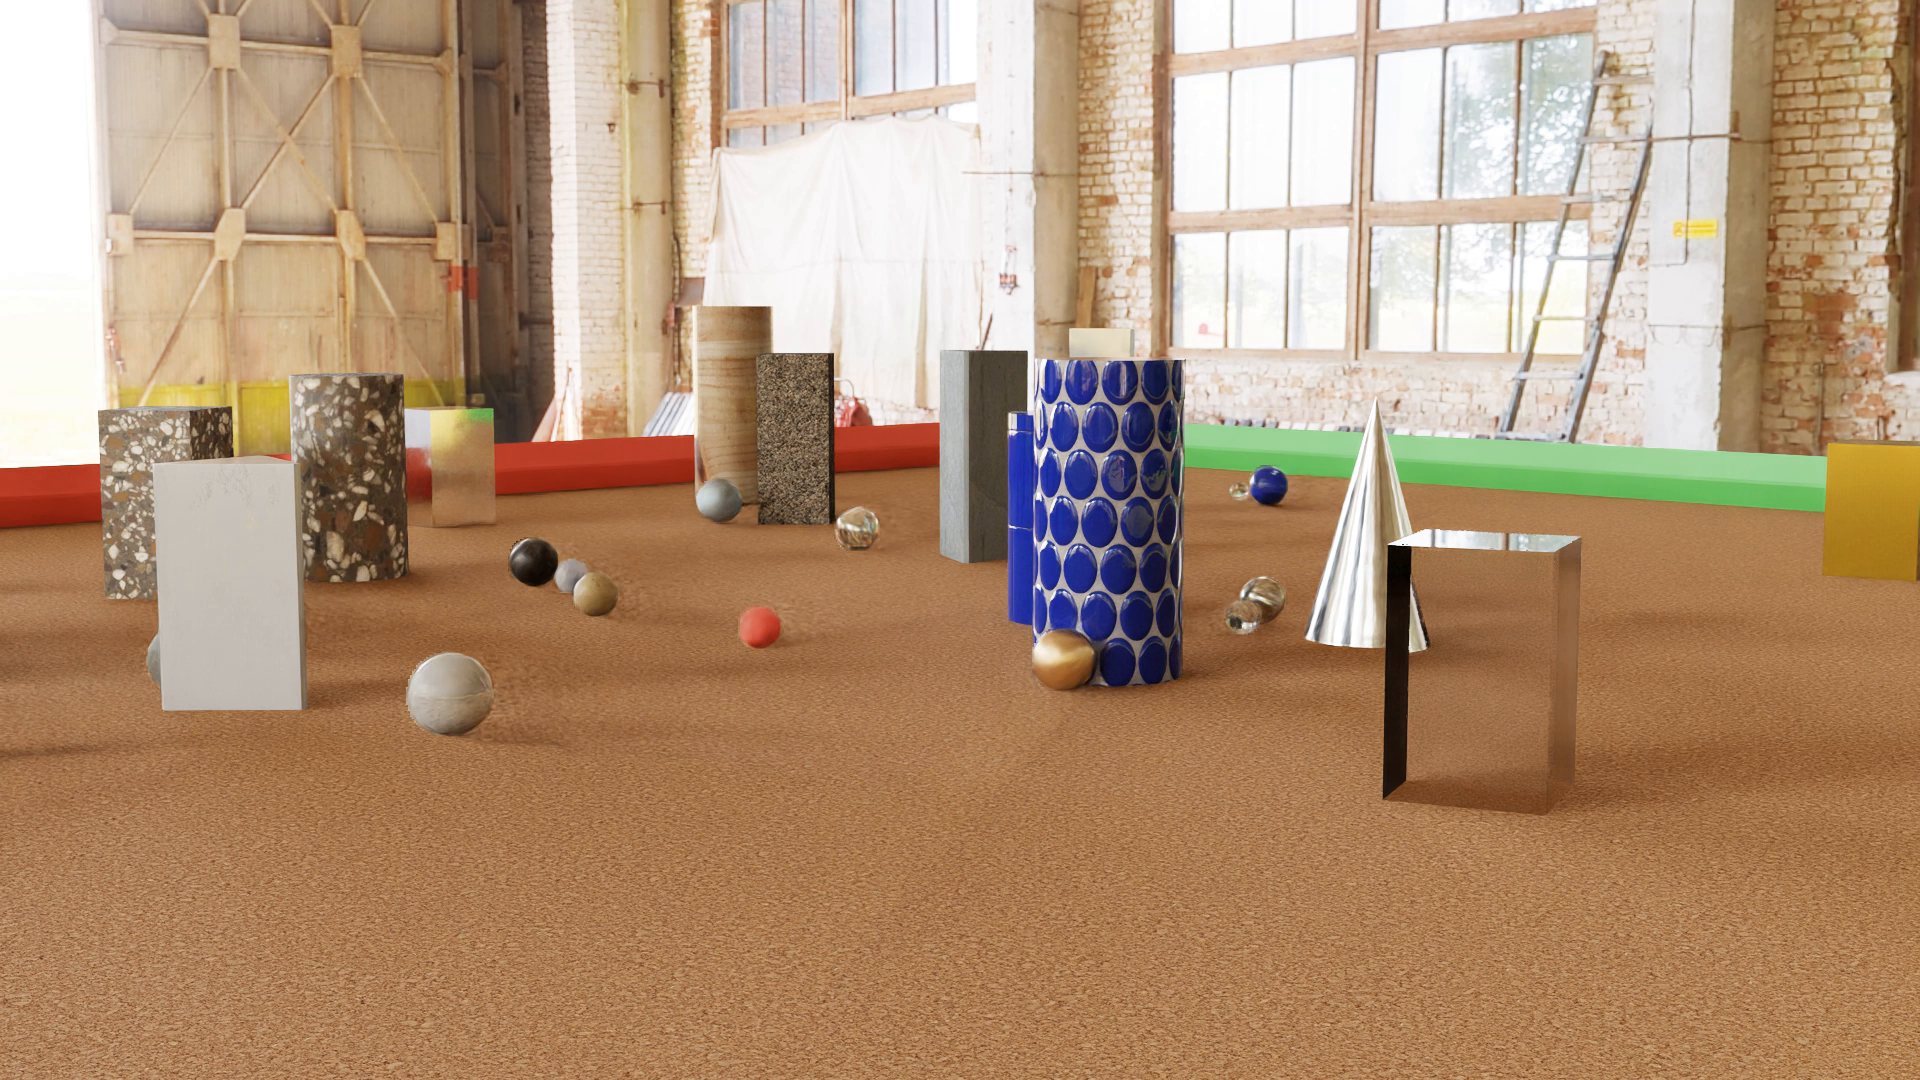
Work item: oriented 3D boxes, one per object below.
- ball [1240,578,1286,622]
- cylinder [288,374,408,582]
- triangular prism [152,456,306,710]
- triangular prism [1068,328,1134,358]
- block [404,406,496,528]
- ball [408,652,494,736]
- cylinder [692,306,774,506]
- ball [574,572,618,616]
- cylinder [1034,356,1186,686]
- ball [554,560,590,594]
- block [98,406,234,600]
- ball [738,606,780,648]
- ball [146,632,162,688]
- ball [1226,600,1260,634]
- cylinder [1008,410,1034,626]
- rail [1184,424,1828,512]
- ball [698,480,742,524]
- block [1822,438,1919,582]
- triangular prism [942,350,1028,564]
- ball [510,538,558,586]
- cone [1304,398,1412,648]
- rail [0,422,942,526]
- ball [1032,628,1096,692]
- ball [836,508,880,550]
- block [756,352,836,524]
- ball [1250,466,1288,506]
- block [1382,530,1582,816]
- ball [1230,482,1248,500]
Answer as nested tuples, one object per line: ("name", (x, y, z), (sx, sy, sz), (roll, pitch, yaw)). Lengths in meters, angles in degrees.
("ball", (0.424, 0.084, 3.090), (0.064, 0.064, 0.064), (0, 6, 0))
("cylinder", (-1.005, -0.106, 3.621), (0.181, 0.331, 0.181), (0, 6, 0))
("triangular prism", (-0.804, 0.045, 2.483), (0.157, 0.272, 0.136), (0, 6, -2))
("triangular prism", (0.335, -0.254, 4.704), (0.157, 0.395, 0.136), (4, 7, 35))
("block", (-1.051, -0.151, 4.483), (0.145, 0.236, 0.145), (-6, 8, -44))
("ball", (-0.528, 0.160, 2.279), (0.086, 0.086, 0.086), (0, 6, 0))
("cylinder", (-0.509, -0.305, 4.957), (0.181, 0.442, 0.181), (0, 6, 0))
("ball", (-0.522, 0.078, 3.151), (0.064, 0.064, 0.064), (0, 6, 0))
("cylinder", (0.179, -0.027, 2.648), (0.181, 0.381, 0.181), (0, 6, 0))
("ball", (-0.600, 0.056, 3.403), (0.054, 0.054, 0.054), (0, 6, 0))
("block", (-1.220, -0.060, 3.394), (0.145, 0.287, 0.145), (1, 6, 7))
("ball", (-0.261, 0.114, 2.863), (0.054, 0.054, 0.054), (0, 6, 0))
("ball", (-0.885, 0.136, 2.512), (0.084, 0.084, 0.084), (0, 6, 0))
("ball", (0.383, 0.105, 2.981), (0.046, 0.046, 0.046), (0, 6, 0))
("cylinder", (0.158, -0.034, 3.121), (0.181, 0.293, 0.181), (0, 6, 0))
("rail", (1.696, -0.136, 4.889), (0.045, 0.118, 4.218), (-6, 8, -42))
("ball", (-0.491, -0.079, 4.494), (0.091, 0.091, 0.091), (0, 6, 0))
("block", (1.527, -0.052, 3.642), (0.145, 0.219, 0.145), (4, 7, 35))
("triangular prism", (0.016, -0.152, 3.885), (0.136, 0.365, 0.157), (6, 8, 44))
("ball", (-0.676, 0.035, 3.492), (0.077, 0.077, 0.077), (0, 6, 0))
("cone", (0.553, -0.031, 2.938), (0.181, 0.326, 0.181), (0, 6, 0))
("rail", (-1.414, -0.132, 4.856), (4.663, 0.118, 0.045), (-6, 8, -42))
("ball", (0.121, 0.138, 2.544), (0.073, 0.073, 0.073), (0, 6, 0))
("ball", (-0.186, -0.020, 3.994), (0.080, 0.080, 0.080), (0, 6, 0))
("block", (-0.337, -0.210, 4.527), (0.145, 0.345, 0.145), (0, 6, 1))
("ball", (0.688, -0.120, 4.899), (0.087, 0.087, 0.087), (0, 6, 0))
("block", (0.478, 0.116, 2.008), (0.145, 0.232, 0.145), (3, 7, 25))
("ball", (0.638, -0.111, 5.018), (0.043, 0.043, 0.043), (0, 6, 0))
